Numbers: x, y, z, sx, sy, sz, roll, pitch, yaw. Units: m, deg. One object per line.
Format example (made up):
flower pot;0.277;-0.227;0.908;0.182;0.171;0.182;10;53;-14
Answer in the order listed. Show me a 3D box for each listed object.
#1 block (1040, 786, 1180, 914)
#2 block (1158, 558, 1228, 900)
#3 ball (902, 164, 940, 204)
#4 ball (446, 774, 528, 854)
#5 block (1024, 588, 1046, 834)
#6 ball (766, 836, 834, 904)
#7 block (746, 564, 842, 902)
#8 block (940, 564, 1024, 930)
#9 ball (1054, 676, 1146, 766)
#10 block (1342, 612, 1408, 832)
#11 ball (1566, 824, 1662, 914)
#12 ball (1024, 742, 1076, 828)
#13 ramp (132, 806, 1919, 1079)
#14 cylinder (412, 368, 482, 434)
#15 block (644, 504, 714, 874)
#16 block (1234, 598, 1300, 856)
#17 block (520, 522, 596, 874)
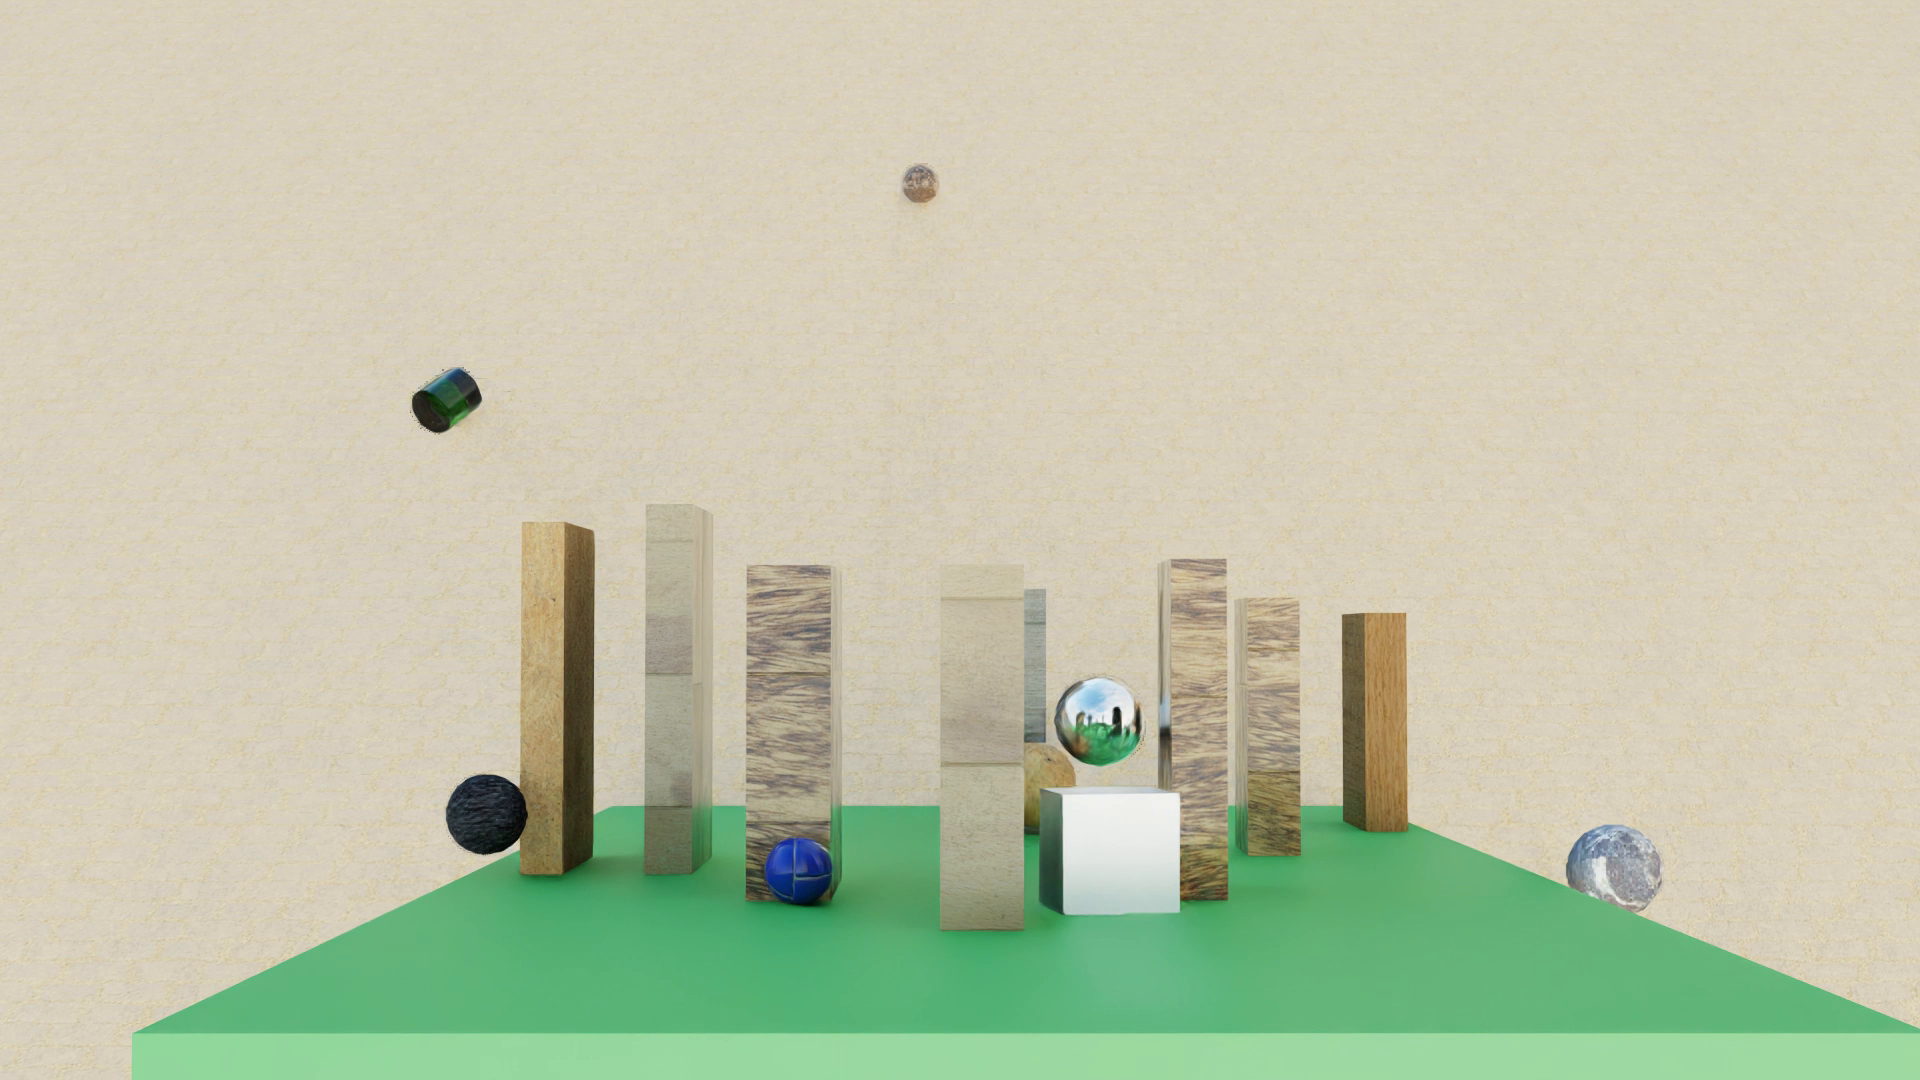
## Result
block;0.242;0.506;4.256;0.191;0.191;0.191;0;-2;-10
block;0.403;0.325;4.529;0.095;0.575;0.303;0;-2;0
ball;-0.147;-1.325;9.677;0.142;0.142;0.142;0;36;0
ball;-0.873;0.506;4.797;0.148;0.148;0.148;0;36;0
block;0.143;0.396;6.093;0.104;0.554;0.443;0;-2;0
ball;-0.265;0.548;4.305;0.111;0.111;0.111;0;36;0
block;-0.288;0.332;4.580;0.142;0.564;0.422;0;-2;0
block;0.034;0.318;4.057;0.126;0.552;0.271;0;-2;0
ball;0.314;0.406;5.843;0.204;0.204;0.204;0;36;0
block;0.976;0.424;6.132;0.096;0.500;0.357;0;-2;0
ball;1.333;0.675;5.297;0.191;0.191;0.191;0;36;0
ball;0.164;0.542;5.771;0.190;0.190;0.190;0;36;0
ramp;0.080;0.676;4.886;2.000;0.100;4.000;0;-2;0
cylinder;-1.672;-0.453;8.466;0.158;0.158;0.158;18;39;23
block;-0.547;0.287;5.078;0.089;0.693;0.399;0;-2;0
block;0.638;0.384;5.408;0.107;0.524;0.249;0;-2;0
block;-0.783;0.303;5.072;0.080;0.660;0.409;0;-2;0
